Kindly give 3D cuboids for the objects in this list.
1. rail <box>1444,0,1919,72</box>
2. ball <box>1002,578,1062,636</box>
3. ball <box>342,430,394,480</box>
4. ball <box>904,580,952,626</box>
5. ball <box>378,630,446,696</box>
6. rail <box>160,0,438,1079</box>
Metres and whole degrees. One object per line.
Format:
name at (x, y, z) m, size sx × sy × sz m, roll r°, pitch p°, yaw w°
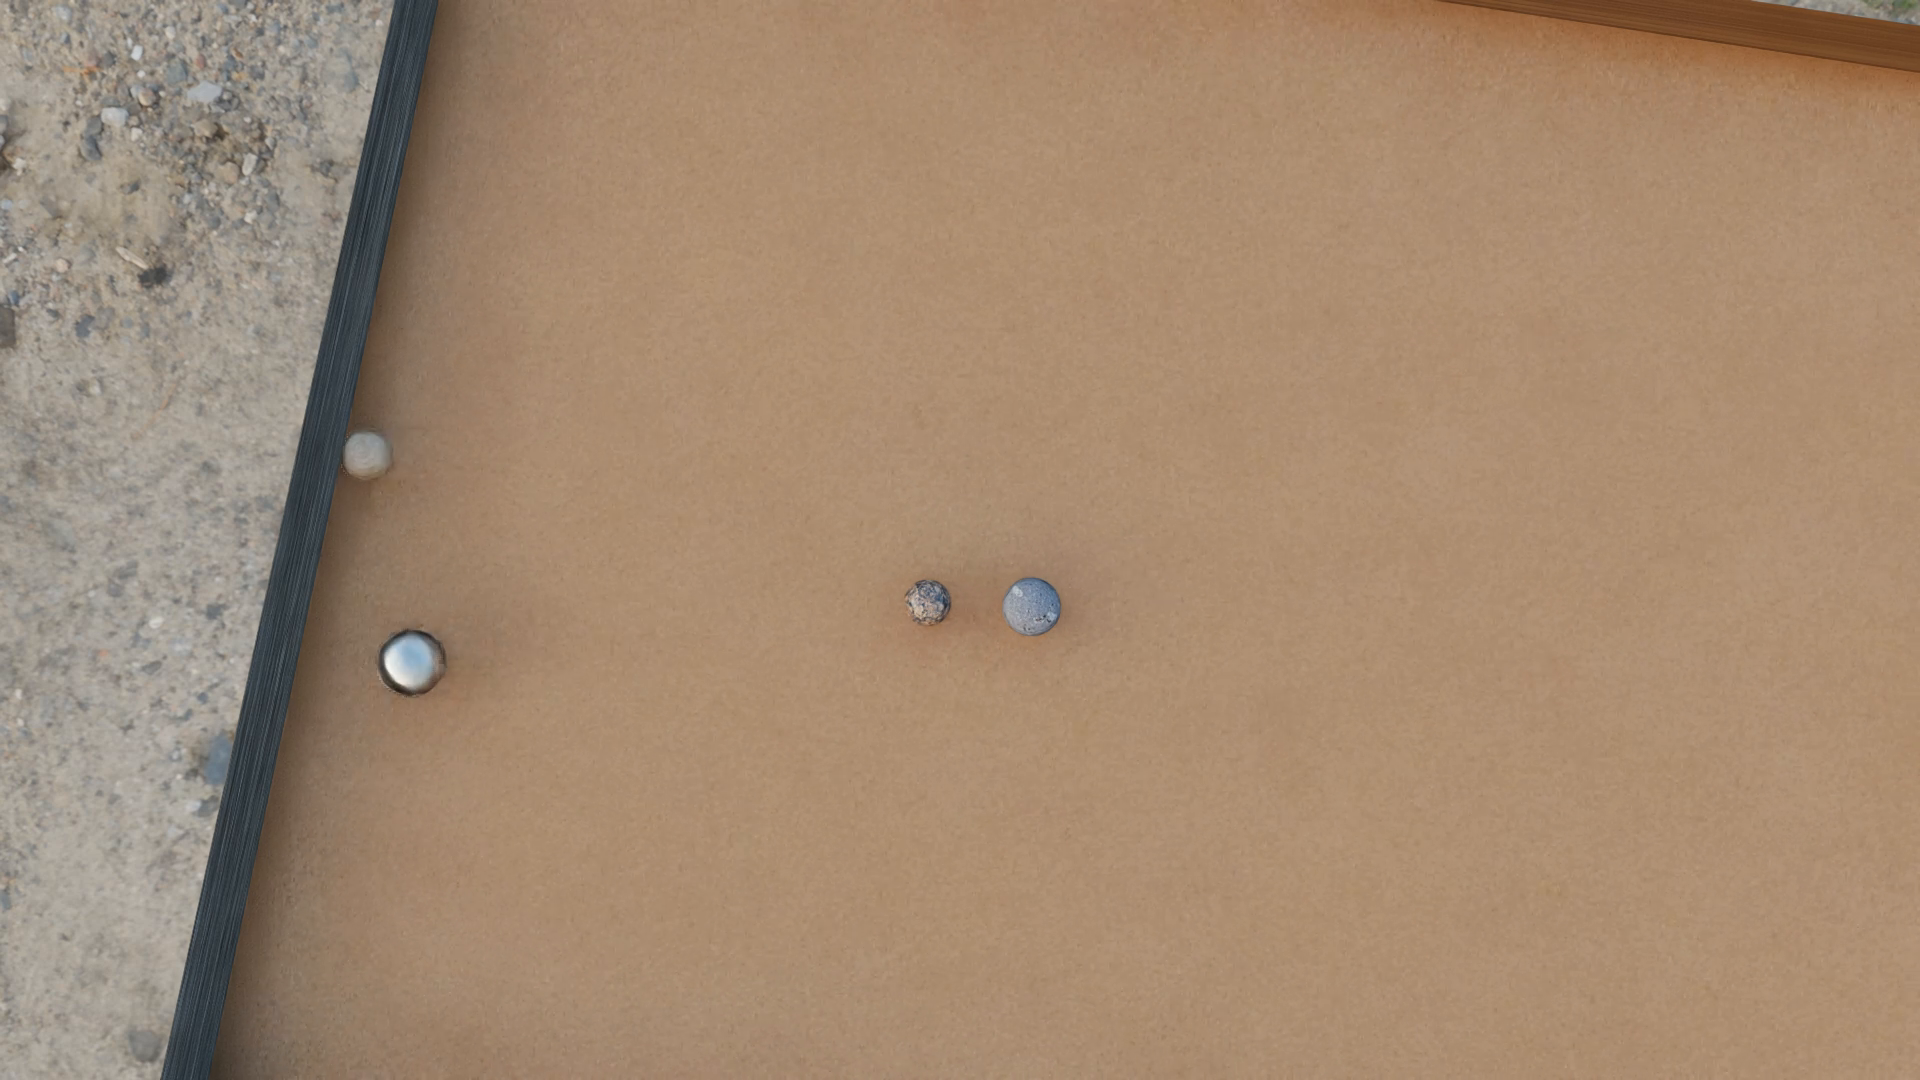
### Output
rail at (1.118, -0.798, 3.396) m, size 3.908 × 0.126 × 0.045 m, roll 9°, pitch 80°, yaw 2°
ball at (0.106, 0.099, 3.258) m, size 0.088 × 0.088 × 0.088 m, roll 0°, pitch 80°, yaw 0°
ball at (-0.891, -0.128, 3.304) m, size 0.076 × 0.076 × 0.076 m, roll 0°, pitch 80°, yaw 0°
ball at (-0.048, 0.093, 3.267) m, size 0.070 × 0.070 × 0.070 m, roll 0°, pitch 80°, yaw 0°
ball at (-0.807, 0.181, 3.238) m, size 0.097 × 0.097 × 0.097 m, roll 0°, pitch 80°, yaw 0°
rail at (-0.941, -0.152, 3.282) m, size 0.045 × 0.126 × 1.994 m, roll 9°, pitch 80°, yaw 2°
